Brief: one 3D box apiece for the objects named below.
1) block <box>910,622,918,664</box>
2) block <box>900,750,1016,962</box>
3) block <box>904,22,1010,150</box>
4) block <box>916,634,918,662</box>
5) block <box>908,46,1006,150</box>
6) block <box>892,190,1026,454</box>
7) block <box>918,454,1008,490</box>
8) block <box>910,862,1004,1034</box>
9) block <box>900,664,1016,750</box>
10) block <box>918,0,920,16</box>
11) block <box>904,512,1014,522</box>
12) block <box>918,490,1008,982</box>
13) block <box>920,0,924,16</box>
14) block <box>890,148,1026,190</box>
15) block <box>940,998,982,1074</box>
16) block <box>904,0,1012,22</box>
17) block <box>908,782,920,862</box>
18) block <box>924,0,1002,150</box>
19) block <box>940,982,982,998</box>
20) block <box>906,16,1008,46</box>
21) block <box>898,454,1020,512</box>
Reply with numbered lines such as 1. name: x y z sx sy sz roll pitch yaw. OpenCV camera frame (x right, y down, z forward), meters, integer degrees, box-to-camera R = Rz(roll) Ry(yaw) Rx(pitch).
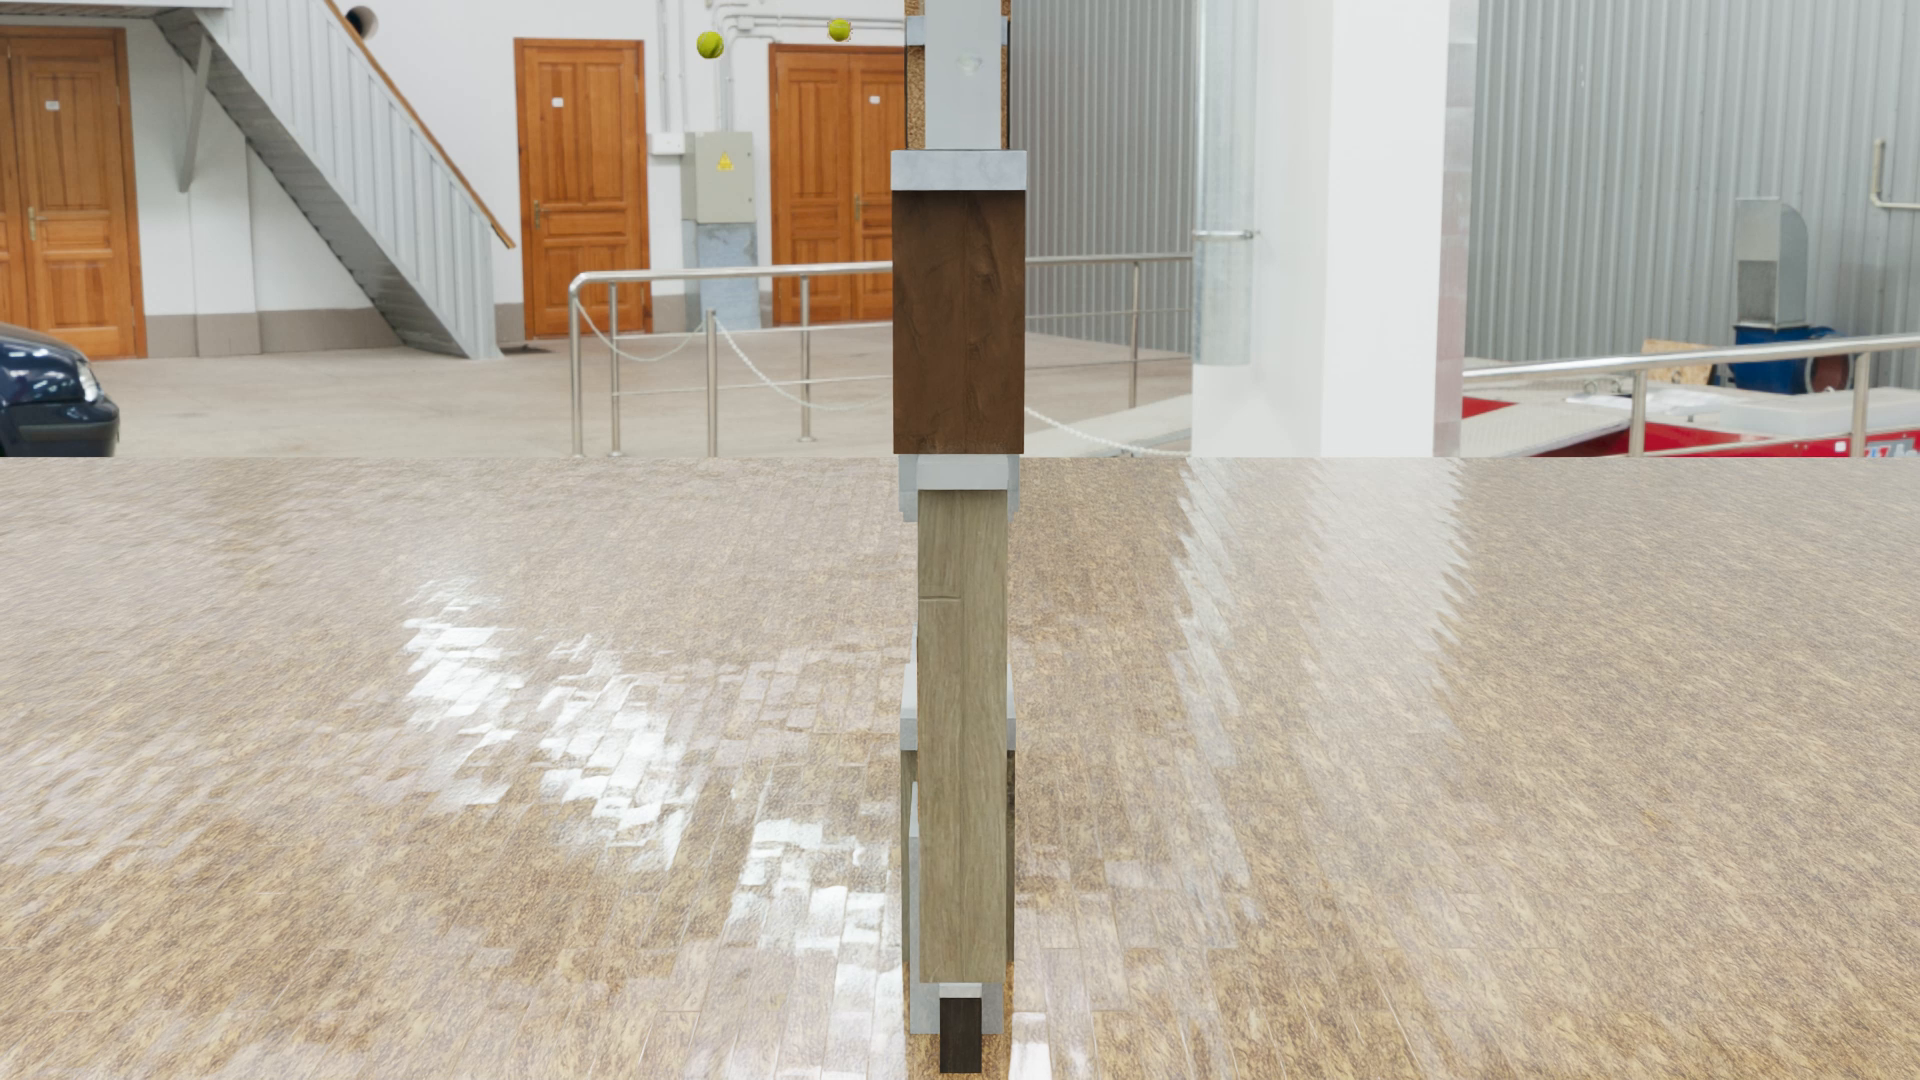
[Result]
1. block: -0.004 0.202 3.870 0.161 0.046 0.322 0 11 0
2. block: -0.003 0.472 3.361 0.172 0.345 0.049 0 11 0
3. block: -0.004 -0.665 3.555 0.168 0.337 0.048 0 10 0
4. block: 0.000 0.128 3.128 0.119 0.034 0.239 0 11 0
5. block: -0.004 -0.461 3.187 0.142 0.497 0.040 0 10 1
6. block: -0.002 -0.286 2.875 0.171 0.343 0.049 0 11 0
7. block: 0.004 -0.102 2.914 0.116 0.033 0.231 0 11 0
8. block: -0.005 0.564 3.093 0.130 0.261 0.037 0 11 0
9. block: -0.003 0.258 3.438 0.172 0.049 0.345 0 11 0
10. block: -0.009 -0.798 3.406 0.109 0.432 0.031 -1 10 -1
11. block: -0.003 -0.222 3.422 0.172 0.387 0.049 0 10 0
12. block: 0.004 0.259 2.902 0.116 0.673 0.033 0 11 0
13. block: -0.006 -0.876 3.246 0.109 0.218 0.031 0 11 0
14. block: -0.002 -0.499 2.951 0.171 0.049 0.343 0 11 0
15. block: 0.001 0.663 2.967 0.056 0.113 0.016 0 11 0
16. block: -0.003 -0.874 3.630 0.168 0.048 0.337 0 11 0
17. block: -0.005 0.402 3.151 0.130 0.037 0.261 0 11 0
18. block: 0.004 -0.742 3.049 0.105 0.395 0.030 0 10 0
19. block: 0.001 0.593 2.992 0.056 0.016 0.112 0 11 0
20. block: -0.004 -0.742 3.232 0.142 0.040 0.283 0 11 0
21. block: -0.001 -0.270 3.110 0.171 0.459 0.049 0 11 0
